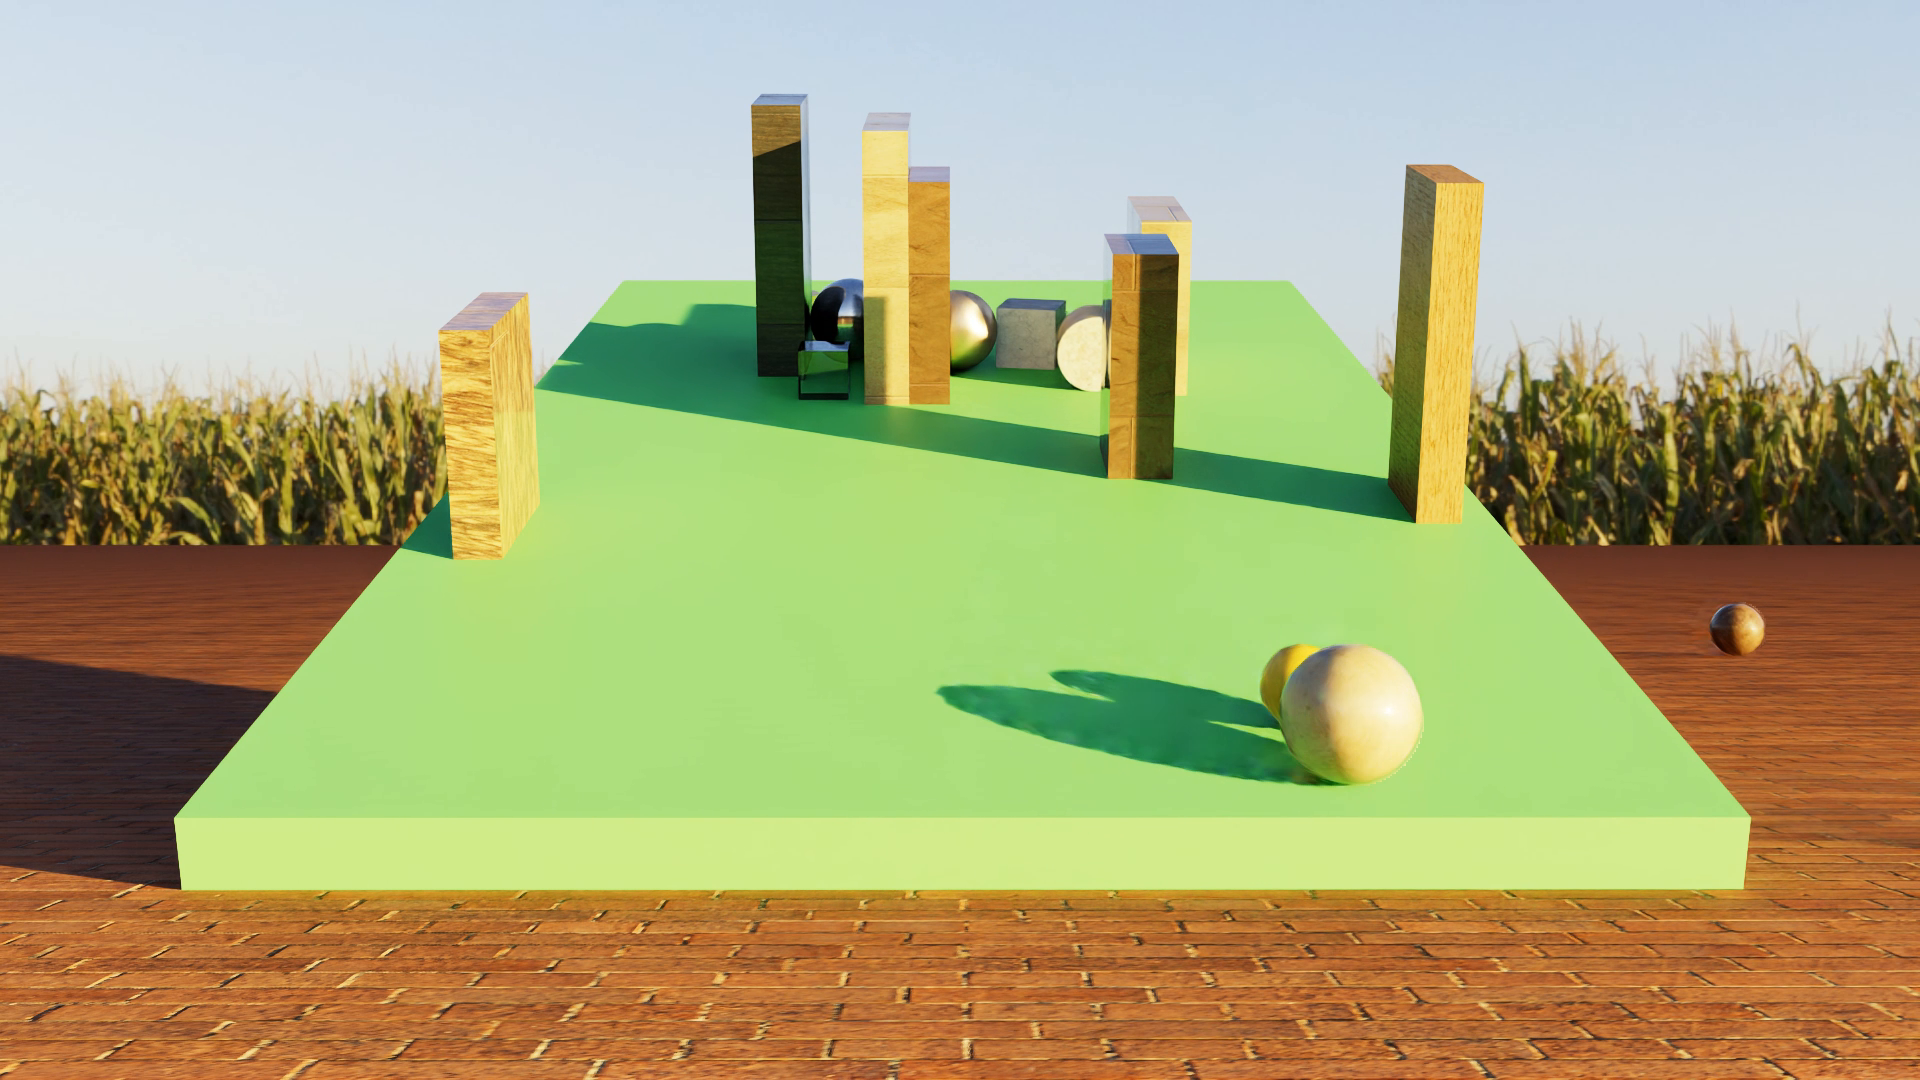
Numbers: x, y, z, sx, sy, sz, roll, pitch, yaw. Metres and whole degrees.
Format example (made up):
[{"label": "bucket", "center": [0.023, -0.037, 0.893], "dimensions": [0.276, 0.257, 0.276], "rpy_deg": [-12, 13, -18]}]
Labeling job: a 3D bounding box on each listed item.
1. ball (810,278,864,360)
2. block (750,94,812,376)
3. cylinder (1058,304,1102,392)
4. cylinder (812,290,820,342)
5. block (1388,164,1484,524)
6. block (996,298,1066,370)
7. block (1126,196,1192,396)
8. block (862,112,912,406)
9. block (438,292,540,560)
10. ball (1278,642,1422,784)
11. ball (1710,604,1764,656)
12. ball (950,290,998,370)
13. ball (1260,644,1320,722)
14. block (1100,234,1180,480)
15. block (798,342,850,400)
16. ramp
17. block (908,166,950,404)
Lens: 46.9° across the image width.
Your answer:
[{"label": "ball", "center": [-0.271, -0.549, 5.502], "dimensions": [0.204, 0.204, 0.204], "rpy_deg": [0, 0, 0]}, {"label": "block", "center": [-0.430, -0.745, 5.387], "dimensions": [0.115, 0.645, 0.297], "rpy_deg": [0, 16, 0]}, {"label": "cylinder", "center": [0.318, -0.456, 5.243], "dimensions": [0.175, 0.175, 0.175], "rpy_deg": [0, 16, 2]}, {"label": "cylinder", "center": [-0.428, -0.563, 5.667], "dimensions": [0.138, 0.138, 0.138], "rpy_deg": [0, 16, 0]}, {"label": "block", "center": [0.889, -0.372, 4.154], "dimensions": [0.084, 0.629, 0.280], "rpy_deg": [0, 16, 0]}, {"label": "block", "center": [0.176, -0.511, 5.475], "dimensions": [0.147, 0.147, 0.147], "rpy_deg": [4, 17, 12]}, {"label": "block", "center": [0.469, -0.591, 5.291], "dimensions": [0.114, 0.404, 0.429], "rpy_deg": [0, 16, 0]}, {"label": "block", "center": [-0.167, -0.663, 5.159], "dimensions": [0.101, 0.617, 0.420], "rpy_deg": [0, 16, 0]}, {"label": "block", "center": [-0.846, -0.213, 4.002], "dimensions": [0.085, 0.408, 0.371], "rpy_deg": [0, 16, 0]}, {"label": "ball", "center": [0.512, 0.228, 2.904], "dimensions": [0.185, 0.185, 0.185], "rpy_deg": [0, 0, 0]}, {"label": "ball", "center": [2.990, 0.345, 8.518], "dimensions": [0.200, 0.200, 0.200], "rpy_deg": [0, 0, 0]}, {"label": "ball", "center": [-0.006, -0.512, 5.392], "dimensions": [0.195, 0.195, 0.195], "rpy_deg": [0, 0, 0]}, {"label": "ball", "center": [0.479, 0.204, 3.103], "dimensions": [0.117, 0.117, 0.117], "rpy_deg": [0, 0, 0]}, {"label": "block", "center": [0.360, -0.375, 4.478], "dimensions": [0.129, 0.451, 0.266], "rpy_deg": [0, 16, 0]}, {"label": "block", "center": [-0.314, -0.393, 5.132], "dimensions": [0.114, 0.114, 0.114], "rpy_deg": [0, 16, 0]}, {"label": "ramp", "center": [-0.002, -0.166, 4.740], "dimensions": [2.000, 0.100, 4.000], "rpy_deg": [0, 16, 0]}, {"label": "block", "center": [-0.069, -0.592, 5.116], "dimensions": [0.092, 0.505, 0.290], "rpy_deg": [0, 16, 0]}]
